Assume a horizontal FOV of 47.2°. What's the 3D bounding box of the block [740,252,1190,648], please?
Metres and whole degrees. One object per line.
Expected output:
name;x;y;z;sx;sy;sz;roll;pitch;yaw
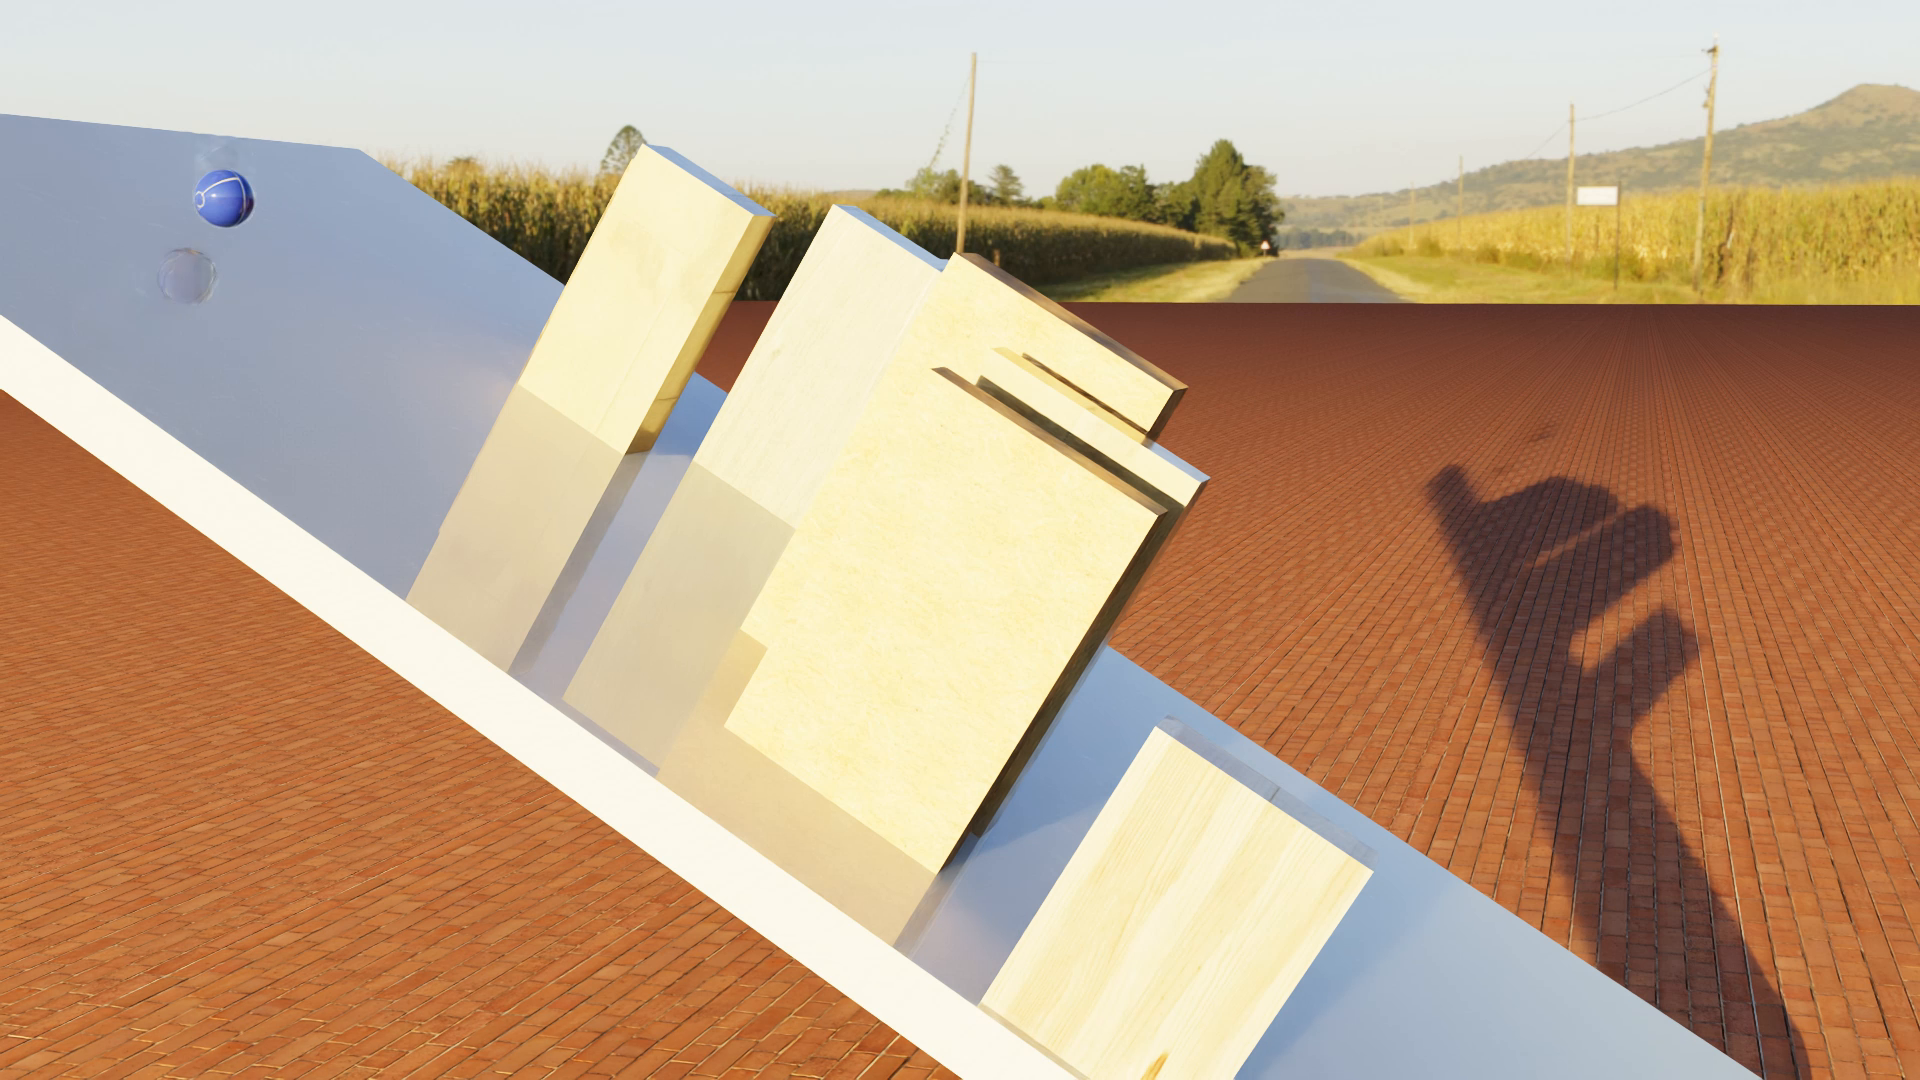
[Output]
block;0.000;-0.052;3.801;0.438;0.766;0.134;33;15;11

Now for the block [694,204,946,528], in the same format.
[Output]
block;-0.244;-0.336;4.561;0.353;0.615;0.137;33;15;11

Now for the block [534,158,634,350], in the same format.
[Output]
block;-0.668;-0.536;4.686;0.272;0.466;0.138;33;15;11

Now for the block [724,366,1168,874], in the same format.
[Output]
block;-0.029;0.124;3.373;0.409;0.660;0.080;33;15;11

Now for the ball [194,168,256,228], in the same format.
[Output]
ball;-1.408;-0.654;4.209;0.111;0.111;0.111;0;7;0

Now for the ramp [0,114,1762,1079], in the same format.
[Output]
ramp;-0.166;0.274;4.119;4.000;0.100;2.000;33;15;11

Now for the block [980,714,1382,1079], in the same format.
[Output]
block;0.300;0.536;3.028;0.343;0.474;0.092;33;15;11

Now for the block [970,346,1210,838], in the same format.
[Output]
block;0.053;0.087;3.591;0.399;0.693;0.089;33;15;11

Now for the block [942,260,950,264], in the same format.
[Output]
block;-0.007;-0.275;4.922;0.422;0.564;0.142;33;15;11

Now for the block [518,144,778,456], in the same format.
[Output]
block;-0.628;-0.480;4.410;0.271;0.552;0.126;33;15;11
